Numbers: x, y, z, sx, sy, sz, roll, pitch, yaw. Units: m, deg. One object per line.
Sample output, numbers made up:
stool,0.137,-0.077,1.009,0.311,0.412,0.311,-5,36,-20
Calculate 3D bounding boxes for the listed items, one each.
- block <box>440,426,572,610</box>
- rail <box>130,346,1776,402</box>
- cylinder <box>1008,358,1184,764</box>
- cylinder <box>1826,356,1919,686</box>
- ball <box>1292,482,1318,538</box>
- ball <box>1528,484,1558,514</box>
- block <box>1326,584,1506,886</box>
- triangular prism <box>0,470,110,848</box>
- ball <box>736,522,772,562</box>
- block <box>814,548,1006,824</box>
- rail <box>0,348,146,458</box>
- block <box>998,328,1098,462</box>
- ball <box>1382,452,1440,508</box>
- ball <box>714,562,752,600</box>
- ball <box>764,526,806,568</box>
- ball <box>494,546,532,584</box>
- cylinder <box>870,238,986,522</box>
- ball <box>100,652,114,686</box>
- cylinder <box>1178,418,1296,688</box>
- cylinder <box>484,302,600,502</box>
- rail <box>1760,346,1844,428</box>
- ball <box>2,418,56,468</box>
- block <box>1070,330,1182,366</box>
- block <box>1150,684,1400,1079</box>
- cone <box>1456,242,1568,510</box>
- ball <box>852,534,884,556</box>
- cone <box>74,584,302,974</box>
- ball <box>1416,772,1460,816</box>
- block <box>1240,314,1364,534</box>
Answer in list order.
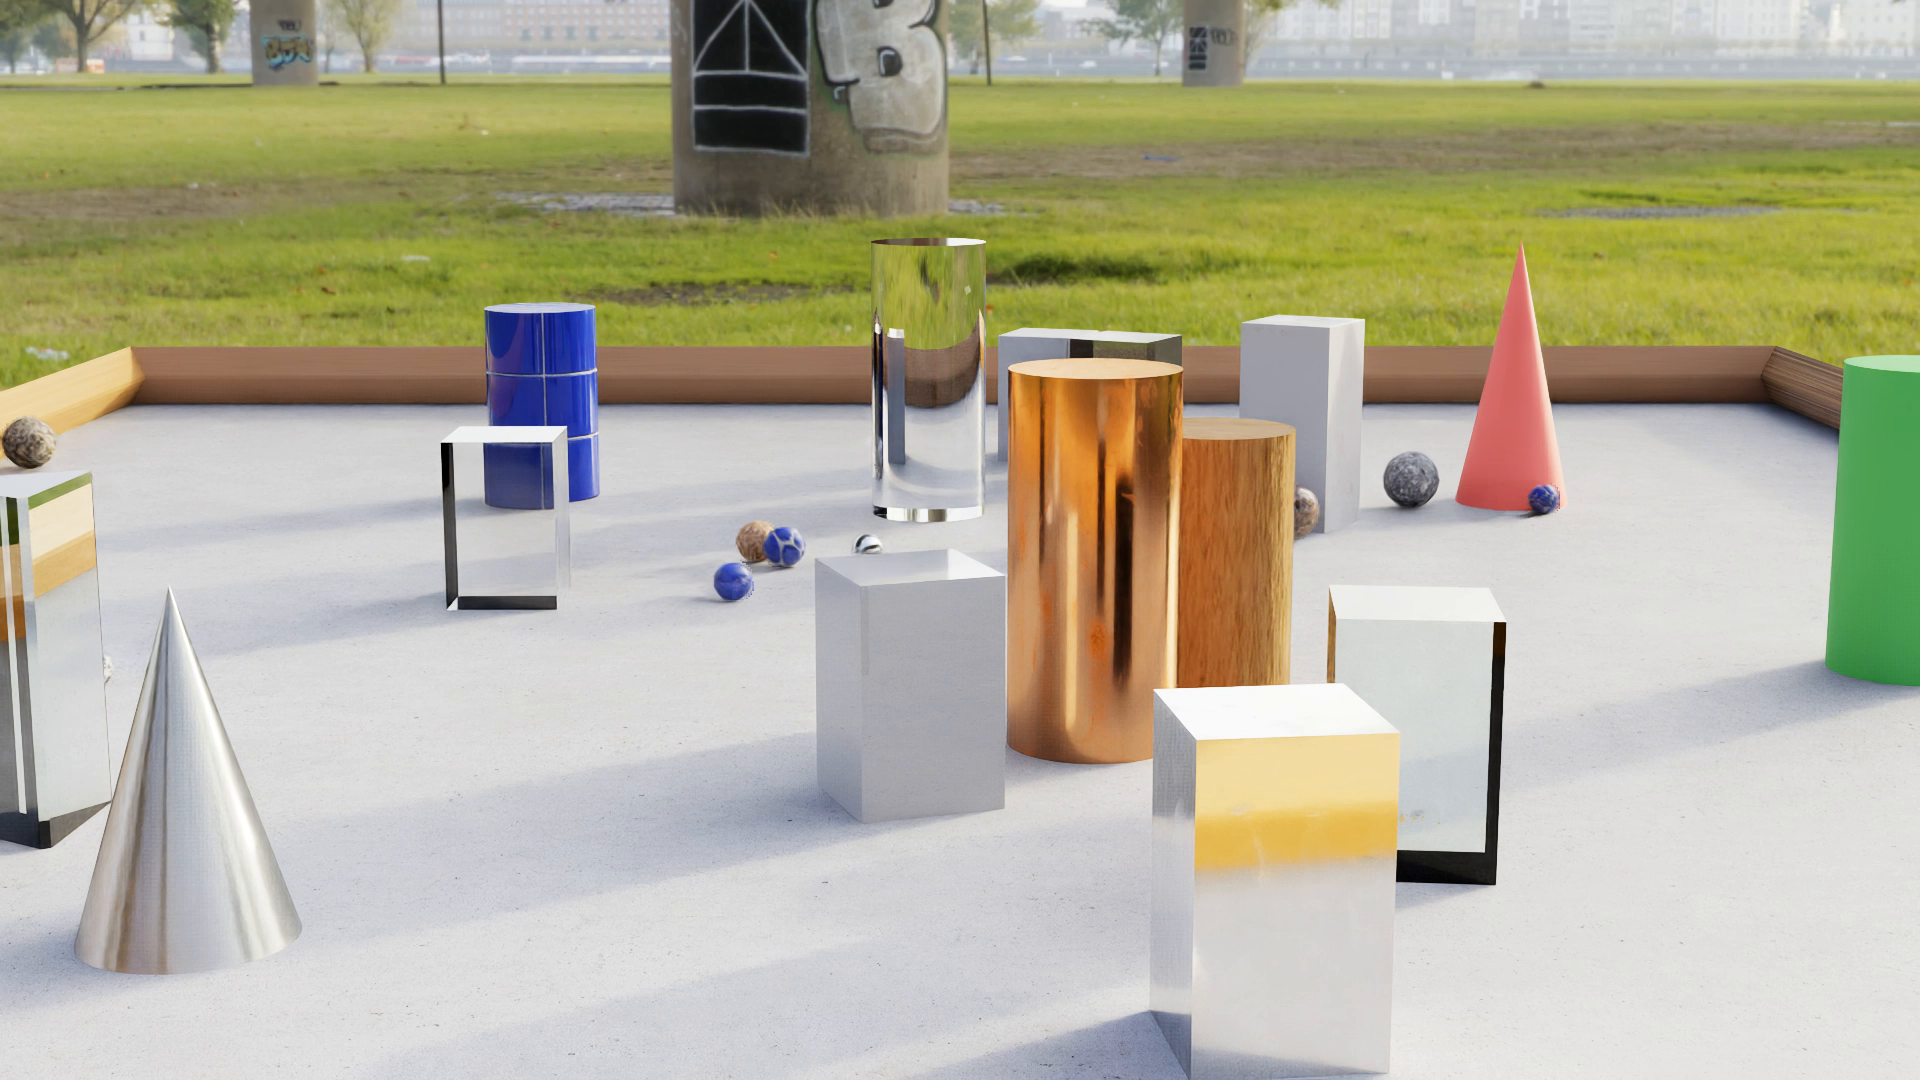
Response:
block,-0.616,-0.032,3.497,0.148,0.228,0.148,0,11,-1
rail,-0.012,-0.353,5.499,3.540,0.120,0.045,0,11,0
cylinder,0.143,0.019,2.743,0.185,0.406,0.185,0,11,0
cylinder,1.147,-0.026,3.079,0.185,0.371,0.185,0,11,0
ball,0.506,-0.046,3.952,0.087,0.087,0.087,0,11,0
ball,0.948,-0.066,4.170,0.049,0.049,0.049,0,11,0
block,0.413,0.176,2.352,0.148,0.241,0.148,1,11,5
triangular prism,-0.885,0.107,2.470,0.160,0.333,0.139,7,13,32
ball,-0.299,0.002,3.774,0.060,0.060,0.060,0,11,0
block,-0.051,0.142,2.551,0.148,0.235,0.148,-4,11,-20
rail,-1.746,0.033,3.440,0.045,0.120,4.218,0,11,0
block,0.164,-0.268,4.749,0.148,0.231,0.148,4,11,19
ball,0.743,-0.099,4.227,0.092,0.092,0.092,0,11,0
ball,-0.310,0.056,3.500,0.053,0.053,0.053,0,11,0
ball,-0.254,0.009,3.731,0.061,0.061,0.061,0,11,0
ball,-0.630,0.036,3.611,0.053,0.053,0.053,0,11,0
cylinder,-0.051,-0.262,4.151,0.185,0.440,0.185,0,11,0
ball,-1.018,0.152,3.021,0.041,0.041,0.041,0,11,0
cylinder,0.298,0.020,3.010,0.185,0.305,0.185,0,11,0
cylinder,-0.703,-0.233,4.324,0.185,0.318,0.185,0,11,0
rail,1.746,0.029,3.460,0.045,0.120,4.218,0,11,0
ball,-1.681,-0.176,4.634,0.092,0.092,0.092,0,11,0
block,0.292,-0.235,4.529,0.148,0.248,0.148,6,12,29
block,0.230,0.251,1.909,0.148,0.256,0.148,-1,11,-7
cone,0.922,-0.279,4.251,0.185,0.436,0.185,0,11,0
ball,-0.134,0.015,3.732,0.049,0.049,0.049,0,11,0
cone,-0.649,0.185,2.133,0.185,0.302,0.185,0,11,0
ball,0.466,0.248,2.504,0.042,0.042,0.042,0,11,0
block,0.540,-0.186,4.067,0.148,0.322,0.148,6,12,29
